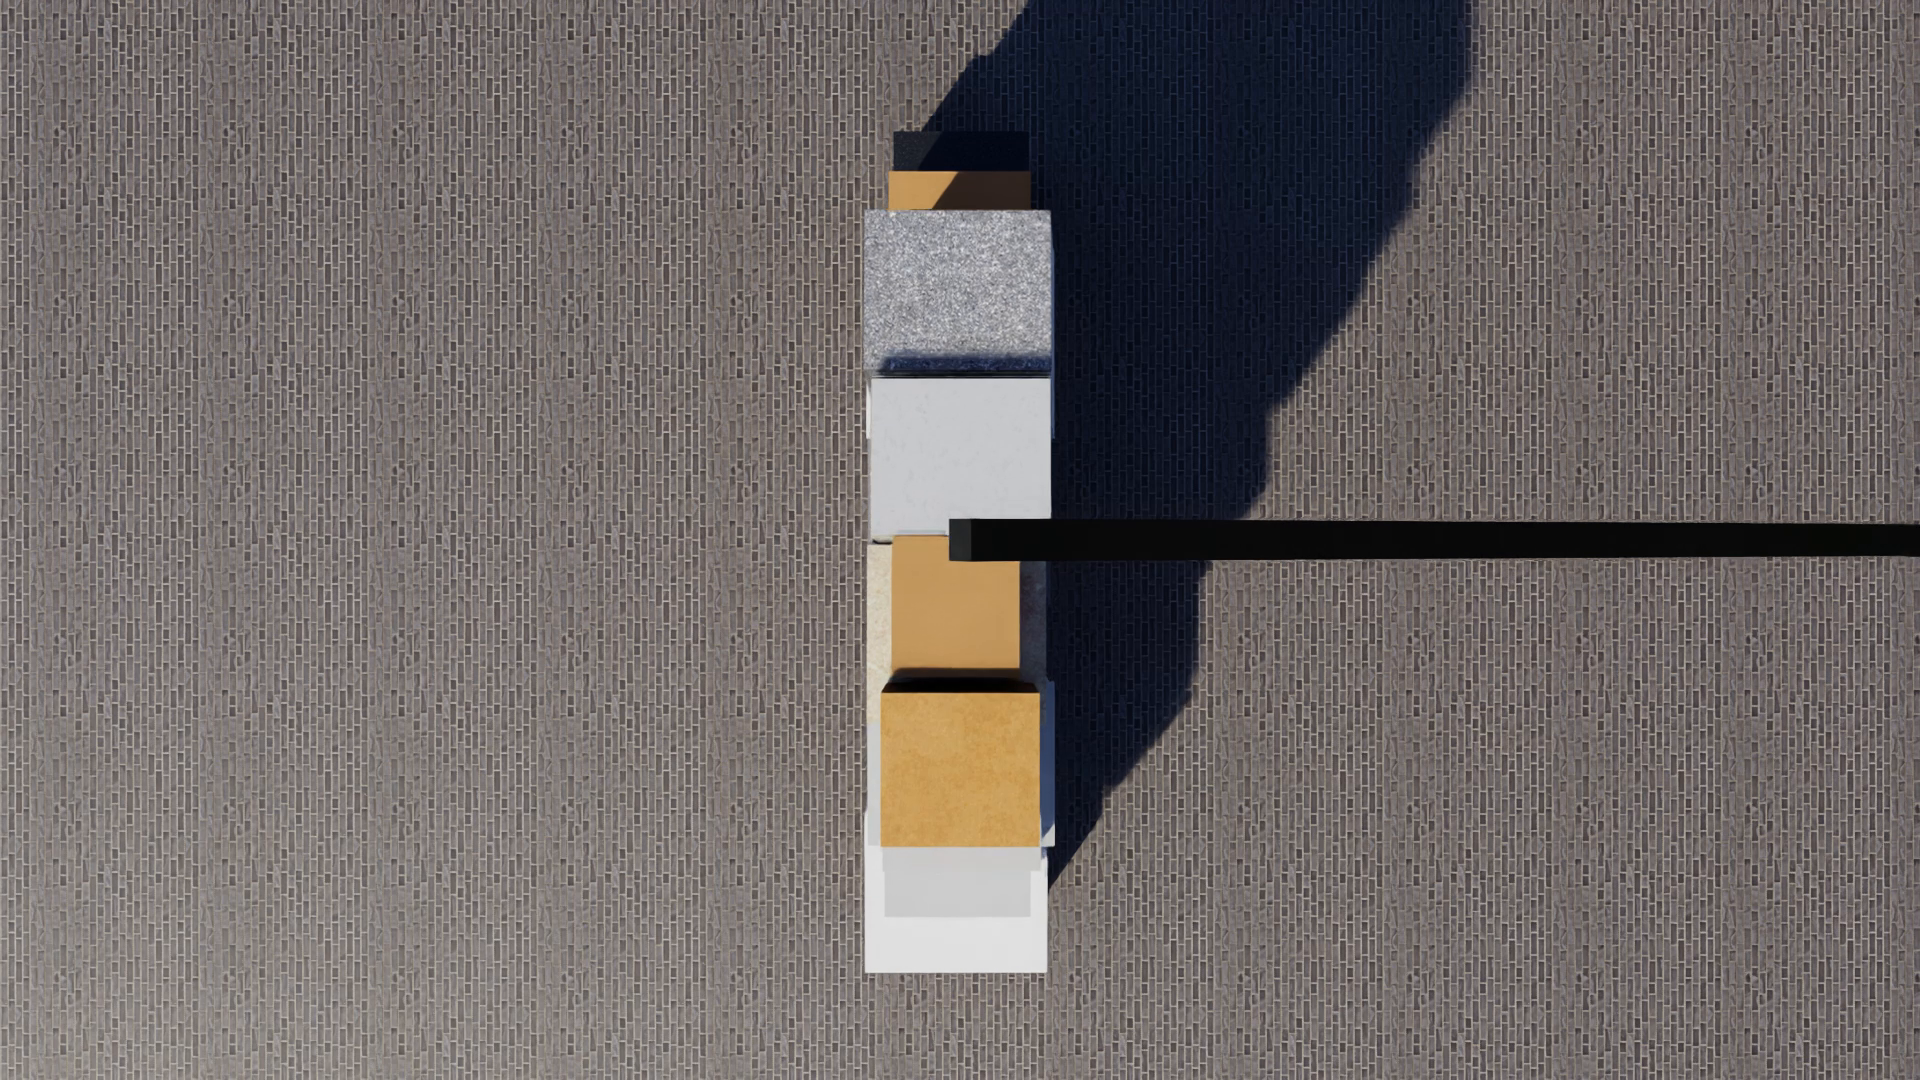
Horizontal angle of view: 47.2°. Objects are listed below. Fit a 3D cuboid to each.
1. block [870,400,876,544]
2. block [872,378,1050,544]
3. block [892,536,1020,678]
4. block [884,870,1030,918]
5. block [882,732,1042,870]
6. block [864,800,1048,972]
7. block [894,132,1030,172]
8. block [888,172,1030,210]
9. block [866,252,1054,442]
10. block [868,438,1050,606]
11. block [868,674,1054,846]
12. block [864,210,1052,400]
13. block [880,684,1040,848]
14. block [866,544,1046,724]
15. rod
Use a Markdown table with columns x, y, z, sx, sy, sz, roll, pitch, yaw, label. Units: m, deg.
| x | y | z | sx | sy | sz | roll | pitch | yaw | label |
| --- | --- | --- | --- | --- | --- | --- | --- | --- | --- |
| -0.007 | -0.317 | 9.402 | 0.719 | 0.741 | 0.734 | 0 | 87 | 0 | block |
| 0.004 | -0.295 | 8.670 | 0.678 | 0.718 | 0.592 | 0 | 87 | 0 | block |
| -0.015 | 0.266 | 8.564 | 0.483 | 0.556 | 0.530 | 0 | 87 | 0 | block |
| -0.011 | 1.395 | 10.763 | 0.686 | 0.831 | 0.761 | 0 | 90 | 0 | block |
| 0.008 | 1.055 | 9.155 | 0.636 | 0.684 | 0.555 | 0 | 89 | 0 | block |
| -0.020 | 1.772 | 11.762 | 0.940 | 0.859 | 0.837 | 0 | 97 | 0 | block |
| 0.006 | -1.809 | 11.819 | 0.706 | 0.763 | 0.634 | 0 | 90 | 0 | block |
| -0.001 | -1.435 | 10.873 | 0.681 | 0.681 | 0.661 | 0 | 90 | 0 | block |
| 0.003 | -1.001 | 11.711 | 0.960 | 0.986 | 0.952 | 0 | 91 | 0 | block |
| -0.003 | -0.093 | 11.717 | 0.938 | 0.889 | 0.854 | 0 | 90 | 0 | block |
| 0.005 | 0.975 | 9.923 | 0.809 | 0.849 | 0.709 | 0 | 89 | 0 | block |
| -0.009 | -0.927 | 8.776 | 0.720 | 0.608 | 0.628 | 0 | 83 | 0 | block |
| 0.001 | 0.858 | 8.487 | 0.591 | 0.655 | 0.571 | 0 | 89 | 0 | block |
| -0.014 | 0.397 | 9.177 | 0.719 | 0.681 | 0.718 | 0 | 87 | 0 | block |
| 2.212 | 0.000 | 5.462 | 5.200 | 0.080 | 0.080 | 0 | 90 | -32 | rod |
